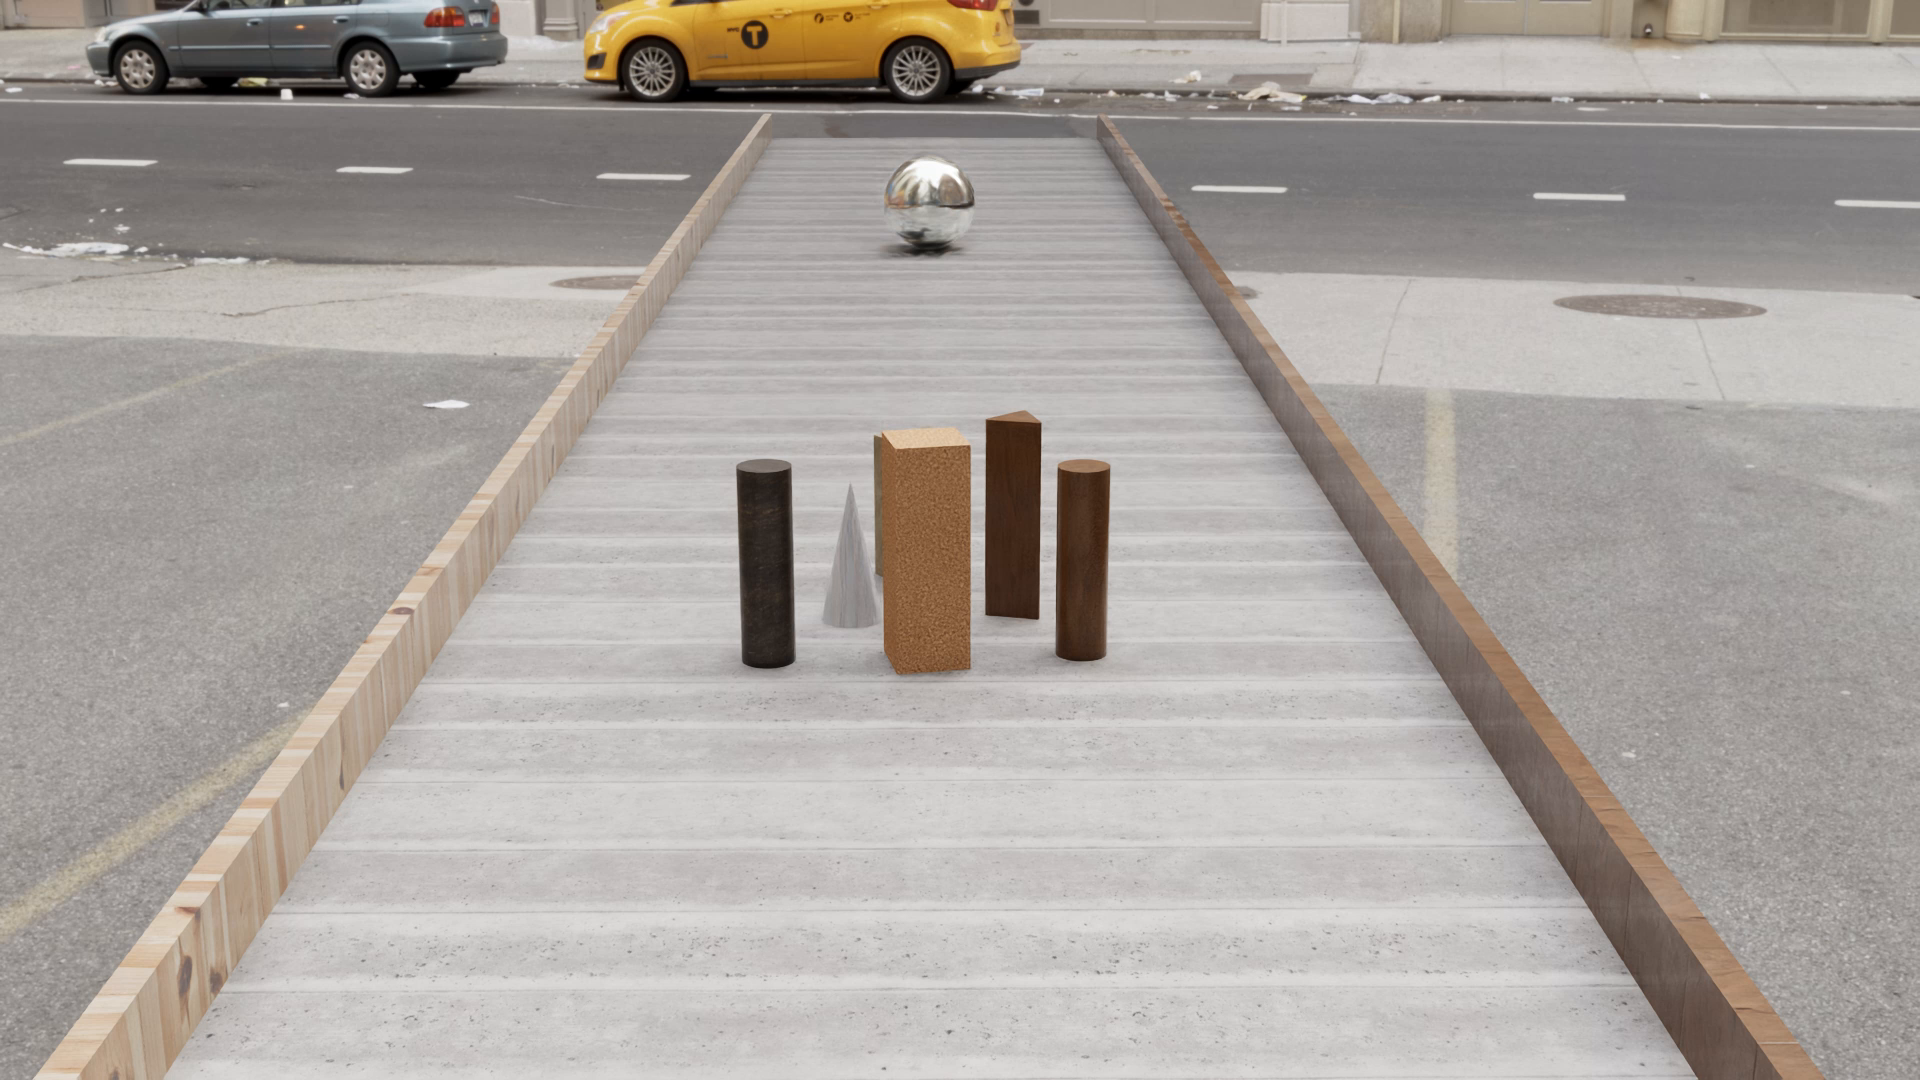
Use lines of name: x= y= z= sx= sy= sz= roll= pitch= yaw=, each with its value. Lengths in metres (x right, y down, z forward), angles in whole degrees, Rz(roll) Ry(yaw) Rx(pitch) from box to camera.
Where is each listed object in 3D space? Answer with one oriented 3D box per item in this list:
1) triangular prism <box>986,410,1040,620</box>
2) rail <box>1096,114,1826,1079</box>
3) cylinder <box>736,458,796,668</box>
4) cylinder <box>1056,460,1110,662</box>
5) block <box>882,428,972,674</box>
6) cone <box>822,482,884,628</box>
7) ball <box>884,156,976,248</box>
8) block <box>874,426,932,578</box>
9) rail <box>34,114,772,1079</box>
triangular prism: x=0.123 y=-0.055 z=4.662 sx=0.117 sy=0.428 sz=0.101 roll=4 pitch=17 yaw=14
rail: x=0.932 y=-0.844 z=7.801 sx=0.050 sy=0.150 sz=12.000 roll=0 pitch=17 yaw=-1
cylinder: x=-0.384 y=0.047 z=4.363 sx=0.109 sy=0.402 sz=0.109 roll=0 pitch=17 yaw=0
cylinder: x=0.245 y=0.041 z=4.402 sx=0.105 sy=0.392 sz=0.105 roll=0 pitch=17 yaw=0
block: x=-0.067 y=0.020 z=4.354 sx=0.148 sy=0.459 sz=0.148 roll=-4 pitch=17 yaw=-12
cone: x=-0.228 y=0.020 z=4.625 sx=0.132 sy=0.305 sz=0.132 roll=0 pitch=17 yaw=0
ball: x=-0.130 y=-1.444 z=9.392 sx=0.393 sy=0.393 sz=0.393 roll=0 pitch=17 yaw=0
block: x=-0.090 y=-0.073 z=4.907 sx=0.147 sy=0.323 sz=0.147 roll=-11 pitch=20 yaw=-32
rail: x=-1.118 y=-0.838 z=7.780 sx=0.050 sy=0.150 sz=12.000 roll=0 pitch=17 yaw=-1
